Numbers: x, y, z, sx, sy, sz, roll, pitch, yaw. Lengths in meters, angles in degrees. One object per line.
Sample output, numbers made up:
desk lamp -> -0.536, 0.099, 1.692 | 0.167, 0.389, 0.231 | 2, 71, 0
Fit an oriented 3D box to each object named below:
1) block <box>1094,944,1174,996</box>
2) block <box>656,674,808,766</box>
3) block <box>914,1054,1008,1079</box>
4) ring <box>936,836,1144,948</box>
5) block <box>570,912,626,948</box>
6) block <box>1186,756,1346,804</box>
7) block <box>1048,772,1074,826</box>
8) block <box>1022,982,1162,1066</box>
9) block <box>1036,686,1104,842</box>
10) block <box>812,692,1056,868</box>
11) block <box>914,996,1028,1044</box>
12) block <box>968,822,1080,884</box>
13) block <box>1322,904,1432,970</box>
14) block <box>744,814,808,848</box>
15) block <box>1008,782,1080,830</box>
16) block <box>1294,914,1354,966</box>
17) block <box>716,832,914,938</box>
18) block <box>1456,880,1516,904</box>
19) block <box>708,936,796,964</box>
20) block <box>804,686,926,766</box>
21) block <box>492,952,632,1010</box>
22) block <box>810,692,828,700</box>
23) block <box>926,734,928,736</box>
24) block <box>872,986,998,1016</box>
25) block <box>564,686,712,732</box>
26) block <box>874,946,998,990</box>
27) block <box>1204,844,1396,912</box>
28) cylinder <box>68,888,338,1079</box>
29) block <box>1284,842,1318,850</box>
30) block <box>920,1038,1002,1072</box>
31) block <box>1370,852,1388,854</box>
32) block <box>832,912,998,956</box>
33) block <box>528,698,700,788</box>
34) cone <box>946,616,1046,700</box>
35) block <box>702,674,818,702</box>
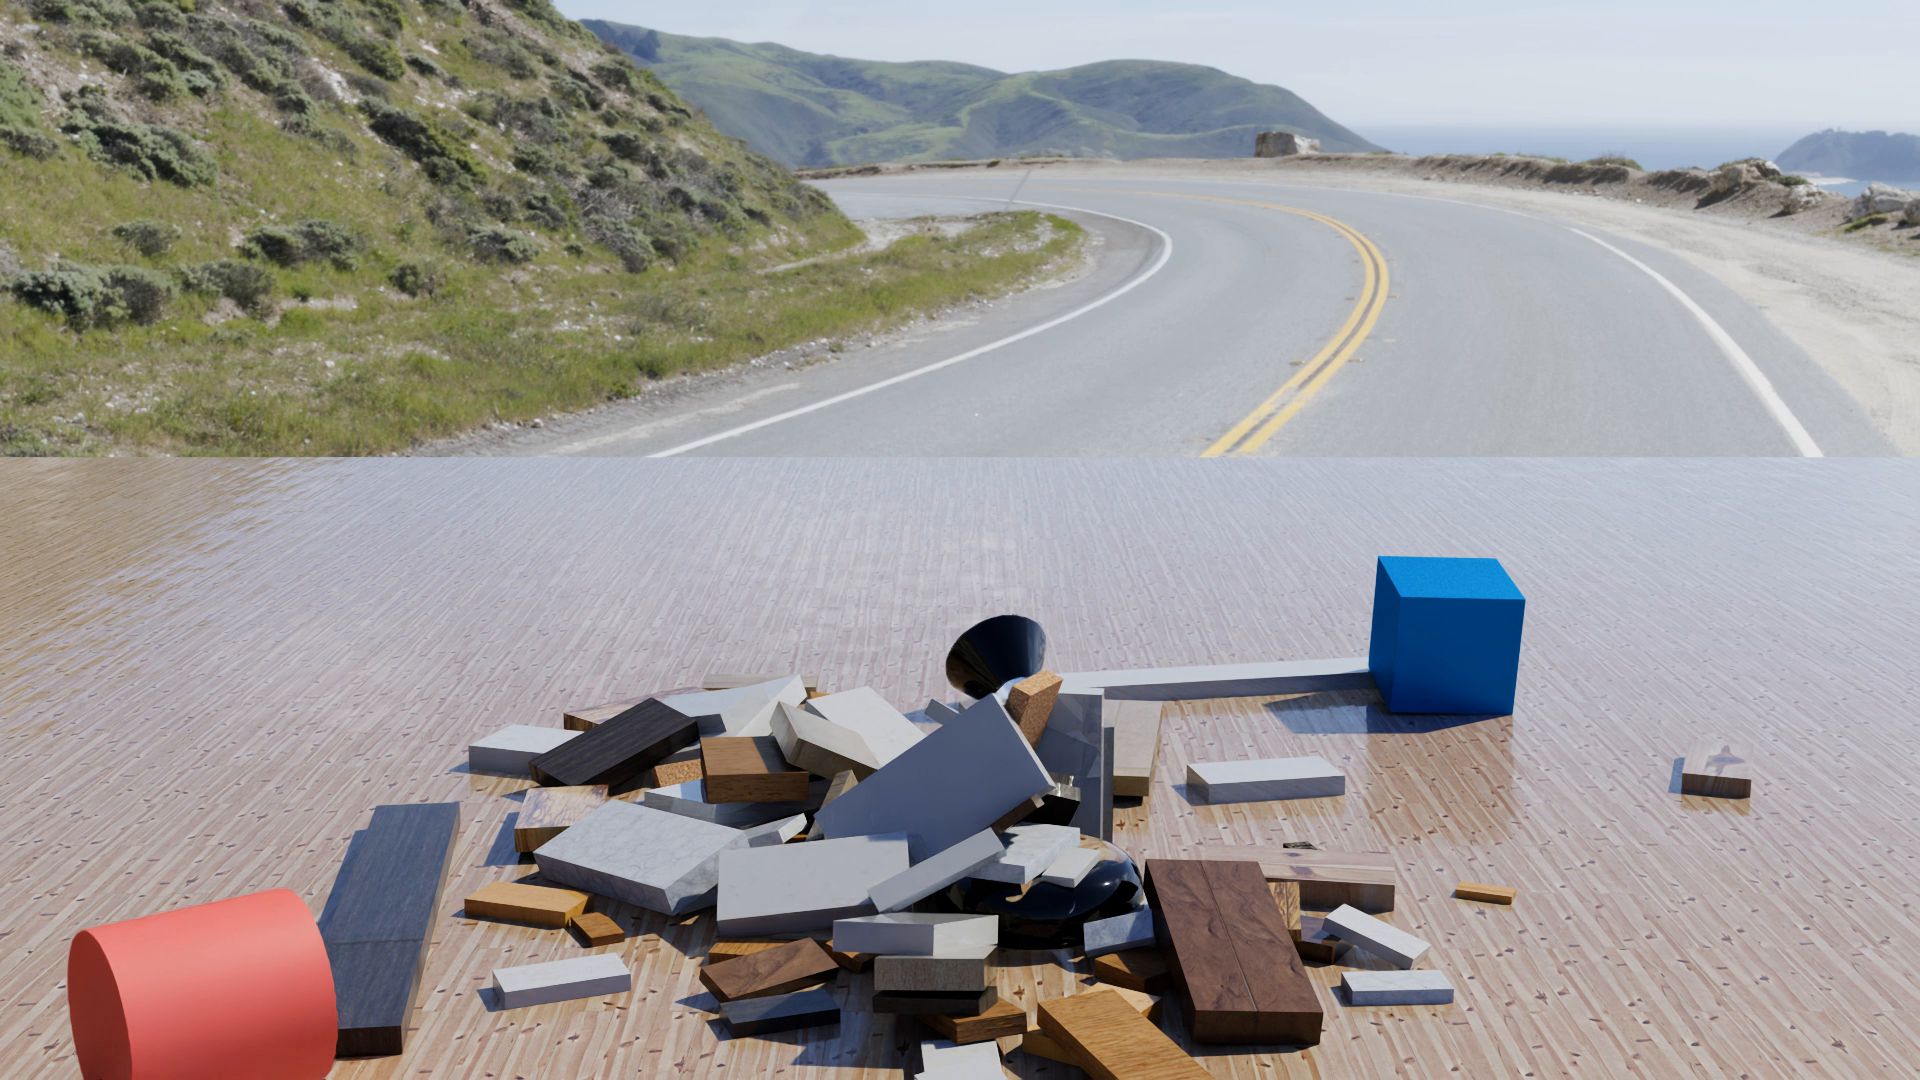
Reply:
block -> 0.317, 0.638, 3.329 | 0.211, 0.030, 0.106 | -9, 14, -39
block -> -0.456, 0.374, 4.424 | 0.175, 0.050, 0.351 | -14, 13, 22
block -> 0.035, 0.723, 2.760 | 0.103, 0.029, 0.205 | -10, 24, -27
ring -> 0.127, 0.559, 3.528 | 0.336, 0.112, 0.336 | -2, 11, 0
block -> -0.575, 0.616, 3.485 | 0.054, 0.015, 0.108 | -5, 12, -27
block -> 0.590, 0.463, 4.249 | 0.274, 0.039, 0.137 | -2, 11, -12
block -> 0.131, 0.476, 3.709 | 0.105, 0.210, 0.030 | 7, 39, 7
block -> 0.188, 0.681, 3.095 | 0.106, 0.030, 0.211 | 7, 13, 33
block -> 0.166, 0.410, 3.779 | 0.157, 0.314, 0.044 | 2, 11, 9
block -> -0.042, 0.425, 3.578 | 0.359, 0.180, 0.051 | -35, -19, 7
block -> 0.008, 0.665, 3.097 | 0.103, 0.029, 0.205 | -4, 2, -20
block -> 0.100, 0.495, 3.494 | 0.105, 0.030, 0.210 | 3, 11, 27
block -> 0.642, 0.612, 3.390 | 0.149, 0.021, 0.075 | 23, 20, 28
block -> -0.347, 0.508, 3.739 | 0.166, 0.023, 0.083 | -19, 4, 30
block -> 0.117, 0.481, 3.668 | 0.105, 0.210, 0.030 | 14, 40, -9
block -> 0.503, 0.616, 3.448 | 0.211, 0.030, 0.106 | 6, 12, 30
block -> -0.229, 0.544, 3.473 | 0.302, 0.043, 0.151 | -6, 37, 0
block -> 0.874, 0.586, 3.656 | 0.092, 0.013, 0.046 | 5, 11, 23
block -> -0.308, 0.634, 3.375 | 0.141, 0.020, 0.071 | 2, 11, 10
block -> -0.150, 0.397, 4.285 | 0.157, 0.044, 0.314 | -10, 35, -41
block -> -0.590, 0.653, 3.259 | 0.186, 0.026, 0.093 | -4, 11, -22
block -> -0.233, 0.381, 4.403 | 0.126, 0.036, 0.251 | 8, 20, -11
block -> -0.120, 0.425, 4.449 | 0.277, 0.039, 0.139 | 7, 13, 34
block -> -0.034, 0.642, 3.074 | 0.157, 0.022, 0.079 | -3, 2, 20
block -> -0.656, 0.376, 4.689 | 0.336, 0.048, 0.168 | -10, 15, -44
block -> -0.030, 0.614, 3.167 | 0.151, 0.043, 0.302 | -1, -7, 4
block -> 0.568, 0.564, 3.686 | 0.314, 0.044, 0.157 | 2, 11, 10
cylinder -> -0.986, 0.608, 2.860 | 0.260, 0.260, 0.260 | -8, 13, -37
block -> 0.605, 0.550, 3.850 | 0.046, 0.013, 0.092 | -3, 11, -14
block -> 0.004, 0.716, 2.910 | 0.103, 0.029, 0.205 | -1, 11, -4
block -> 0.720, 0.559, 3.799 | 0.046, 0.013, 0.092 | 1, 11, 7
block -> -0.061, 0.579, 3.241 | 0.151, 0.043, 0.302 | -1, -7, 18
block -> -0.670, 0.408, 4.269 | 0.297, 0.042, 0.148 | -28, 34, -36
cone -> 0.117, 0.330, 4.780 | 0.237, 0.237, 0.237 | -4, 38, -20
block -> -0.450, 0.334, 4.950 | 0.254, 0.036, 0.127 | 0, 11, -2
